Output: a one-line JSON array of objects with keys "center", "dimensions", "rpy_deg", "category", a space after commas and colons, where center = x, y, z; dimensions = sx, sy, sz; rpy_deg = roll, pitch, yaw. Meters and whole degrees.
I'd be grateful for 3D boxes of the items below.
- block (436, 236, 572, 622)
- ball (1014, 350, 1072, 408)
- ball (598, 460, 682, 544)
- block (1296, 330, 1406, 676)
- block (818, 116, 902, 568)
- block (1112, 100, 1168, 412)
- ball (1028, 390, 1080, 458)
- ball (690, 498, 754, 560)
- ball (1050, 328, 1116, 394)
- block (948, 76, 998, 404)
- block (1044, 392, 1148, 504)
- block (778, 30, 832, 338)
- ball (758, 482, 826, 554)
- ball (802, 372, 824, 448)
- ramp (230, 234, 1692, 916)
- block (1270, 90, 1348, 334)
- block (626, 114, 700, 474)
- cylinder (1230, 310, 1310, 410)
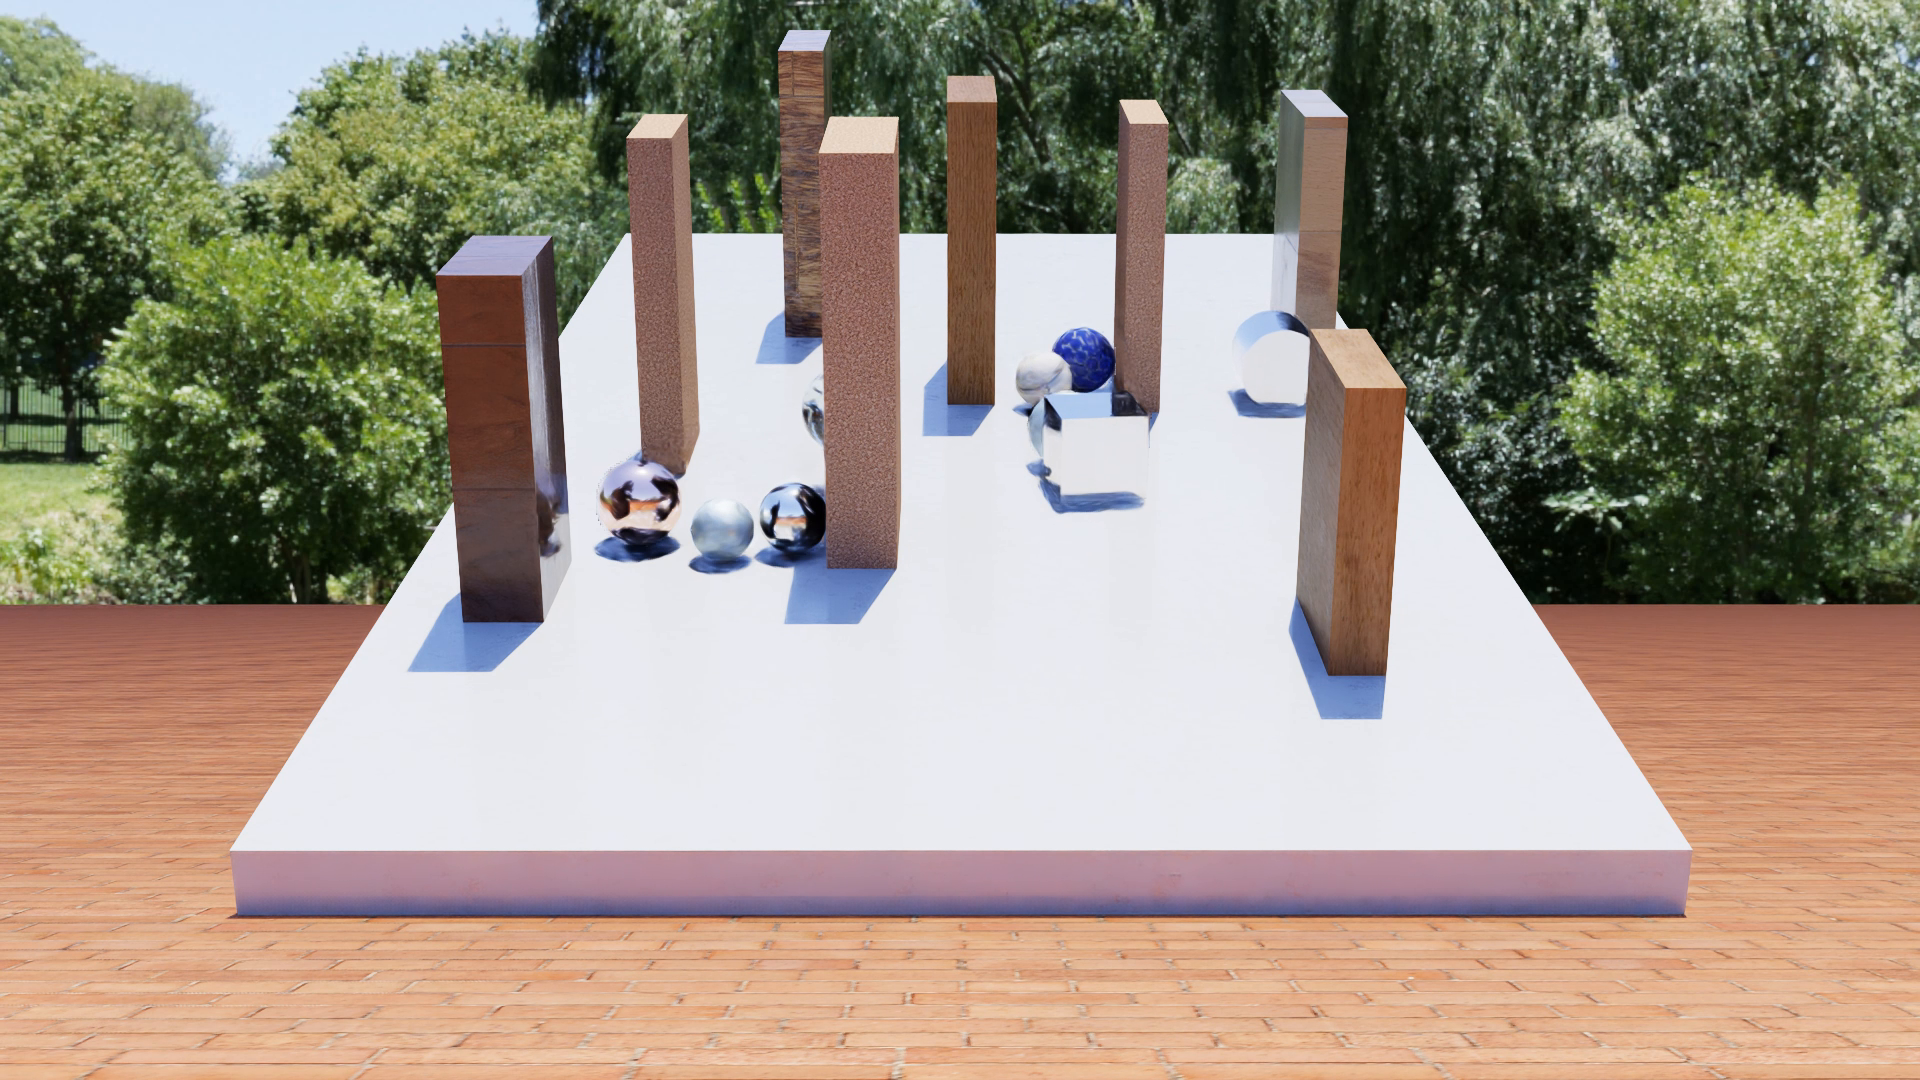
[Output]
[{"center": [-0.782, -0.196, 3.917], "dimensions": [0.139, 0.607, 0.303], "rpy_deg": [0, 20, 0], "category": "block"}, {"center": [0.188, -0.361, 5.089], "dimensions": [0.130, 0.130, 0.130], "rpy_deg": [0, -1, 0], "category": "ball"}, {"center": [-0.599, -0.071, 4.236], "dimensions": [0.159, 0.159, 0.159], "rpy_deg": [0, -1, 0], "category": "ball"}, {"center": [0.643, -0.069, 3.755], "dimensions": [0.095, 0.483, 0.365], "rpy_deg": [0, 20, 0], "category": "block"}, {"center": [-0.179, -0.369, 4.178], "dimensions": [0.128, 0.759, 0.382], "rpy_deg": [0, 20, 0], "category": "block"}, {"center": [0.405, -0.645, 5.116], "dimensions": [0.083, 0.646, 0.326], "rpy_deg": [0, 20, 0], "category": "block"}, {"center": [0.220, -0.232, 4.691], "dimensions": [0.155, 0.155, 0.155], "rpy_deg": [0, -1, 0], "category": "ball"}, {"center": [-0.436, -0.020, 4.155], "dimensions": [0.117, 0.117, 0.117], "rpy_deg": [0, -1, 0], "category": "ball"}, {"center": [0.281, -0.414, 5.204], "dimensions": [0.151, 0.151, 0.151], "rpy_deg": [0, -1, 0], "category": "ball"}, {"center": [0.025, -0.694, 5.199], "dimensions": [0.108, 0.681, 0.394], "rpy_deg": [0, 20, 0], "category": "block"}, {"center": [0.271, -0.187, 4.538], "dimensions": [0.174, 0.174, 0.174], "rpy_deg": [-3, 20, -9], "category": "block"}, {"center": [-0.386, -0.910, 5.755], "dimensions": [0.108, 0.711, 0.392], "rpy_deg": [0, 20, 0], "category": "block"}, {"center": [-0.309, -0.041, 4.193], "dimensions": [0.132, 0.132, 0.132], "rpy_deg": [0, -1, 0], "category": "ball"}, {"center": [-0.229, -0.260, 4.513], "dimensions": [0.175, 0.175, 0.175], "rpy_deg": [0, -1, 0], "category": "ball"}, {"center": [-0.005, -0.205, 4.992], "dimensions": [2.000, 0.100, 4.000], "rpy_deg": [0, 20, 0], "category": "ramp"}, {"center": [0.869, -0.805, 5.667], "dimensions": [0.102, 0.576, 0.424], "rpy_deg": [0, 20, 0], "category": "block"}, {"center": [-0.609, -0.509, 4.670], "dimensions": [0.088, 0.689, 0.287], "rpy_deg": [0, 20, 0], "category": "block"}, {"center": [0.720, -0.410, 5.143], "dimensions": [0.186, 0.186, 0.186], "rpy_deg": [0, 20, -1], "category": "cylinder"}]
